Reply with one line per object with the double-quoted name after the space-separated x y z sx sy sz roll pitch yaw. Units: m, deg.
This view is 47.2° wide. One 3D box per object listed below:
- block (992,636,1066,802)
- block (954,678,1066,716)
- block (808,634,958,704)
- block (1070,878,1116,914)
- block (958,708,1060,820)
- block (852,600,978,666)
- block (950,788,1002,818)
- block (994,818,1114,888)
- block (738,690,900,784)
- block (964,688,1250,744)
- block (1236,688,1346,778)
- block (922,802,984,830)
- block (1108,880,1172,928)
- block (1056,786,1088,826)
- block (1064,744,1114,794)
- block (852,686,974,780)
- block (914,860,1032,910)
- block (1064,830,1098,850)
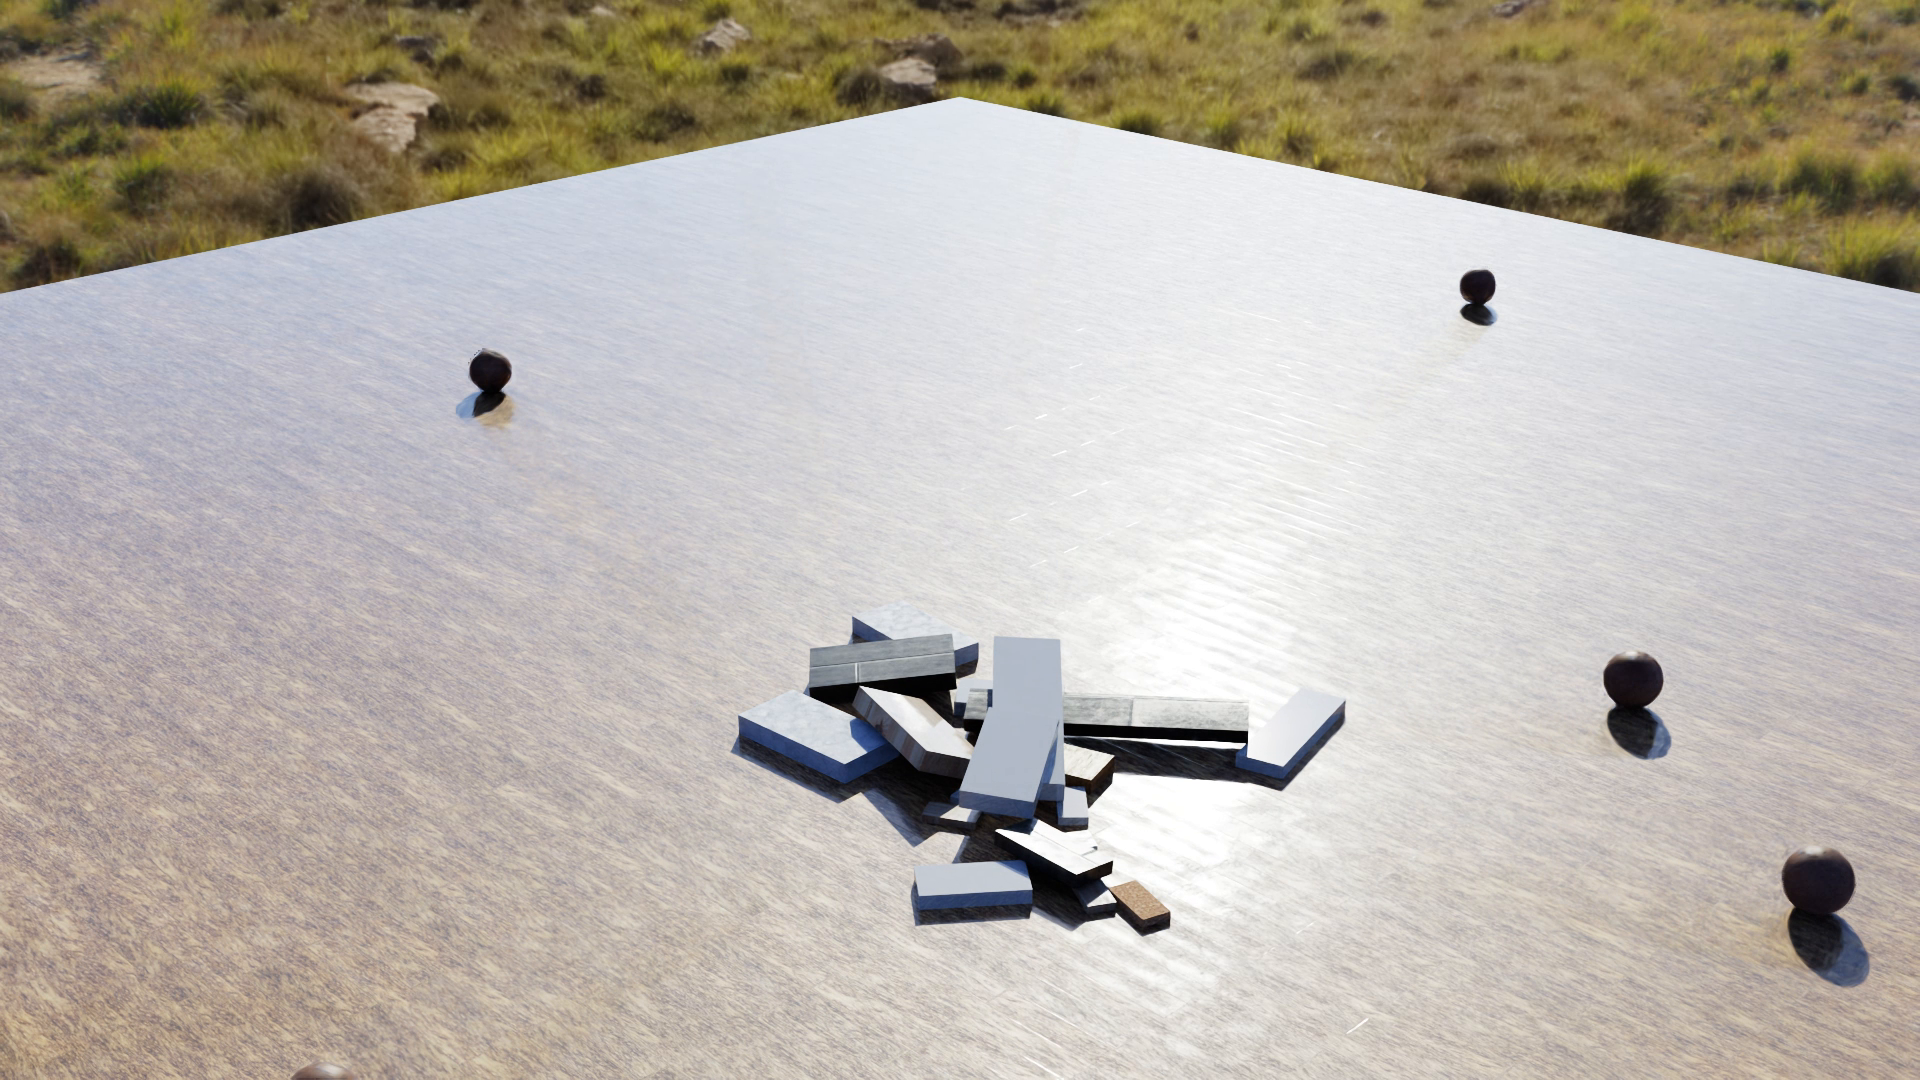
0.143 0.372 4.681 0.149 0.042 0.540 3 30 0 "block"
0.111 0.354 4.883 0.235 0.033 0.117 3 23 7 "block"
-0.174 0.290 4.953 0.327 0.046 0.163 -6 30 1 "block"
0.250 0.667 4.167 0.057 0.016 0.114 -6 24 -15 "block"
0.102 0.450 4.461 0.149 0.042 0.298 8 31 9 "block"
-0.106 0.228 5.169 0.149 0.042 0.298 -17 28 -34 "block"
0.043 0.532 4.487 0.114 0.016 0.057 13 26 29 "block"
0.180 0.602 4.242 0.107 0.030 0.214 -13 26 -43 "block"
-0.304 0.418 4.715 0.327 0.046 0.163 20 30 38 "block"
0.317 0.378 4.744 0.608 0.033 0.117 2 30 7 "block"
0.716 0.414 4.746 0.107 0.030 0.356 13 26 28 "block"
-0.015 0.555 4.432 0.114 0.016 0.057 7 24 16 "block"
0.336 0.683 4.130 0.062 0.018 0.124 -12 26 -25 "block"
0.226 0.540 4.467 0.062 0.018 0.124 0 23 -1 "block"
0.192 0.467 4.618 0.235 0.033 0.117 12 26 25 "block"
-0.084 0.410 4.655 0.163 0.046 0.327 15 13 -33 "block"
0.024 0.655 4.179 0.214 0.030 0.107 -2 23 -6 "block"
0.202 0.601 4.323 0.124 0.018 0.062 -5 24 -13 "block"
